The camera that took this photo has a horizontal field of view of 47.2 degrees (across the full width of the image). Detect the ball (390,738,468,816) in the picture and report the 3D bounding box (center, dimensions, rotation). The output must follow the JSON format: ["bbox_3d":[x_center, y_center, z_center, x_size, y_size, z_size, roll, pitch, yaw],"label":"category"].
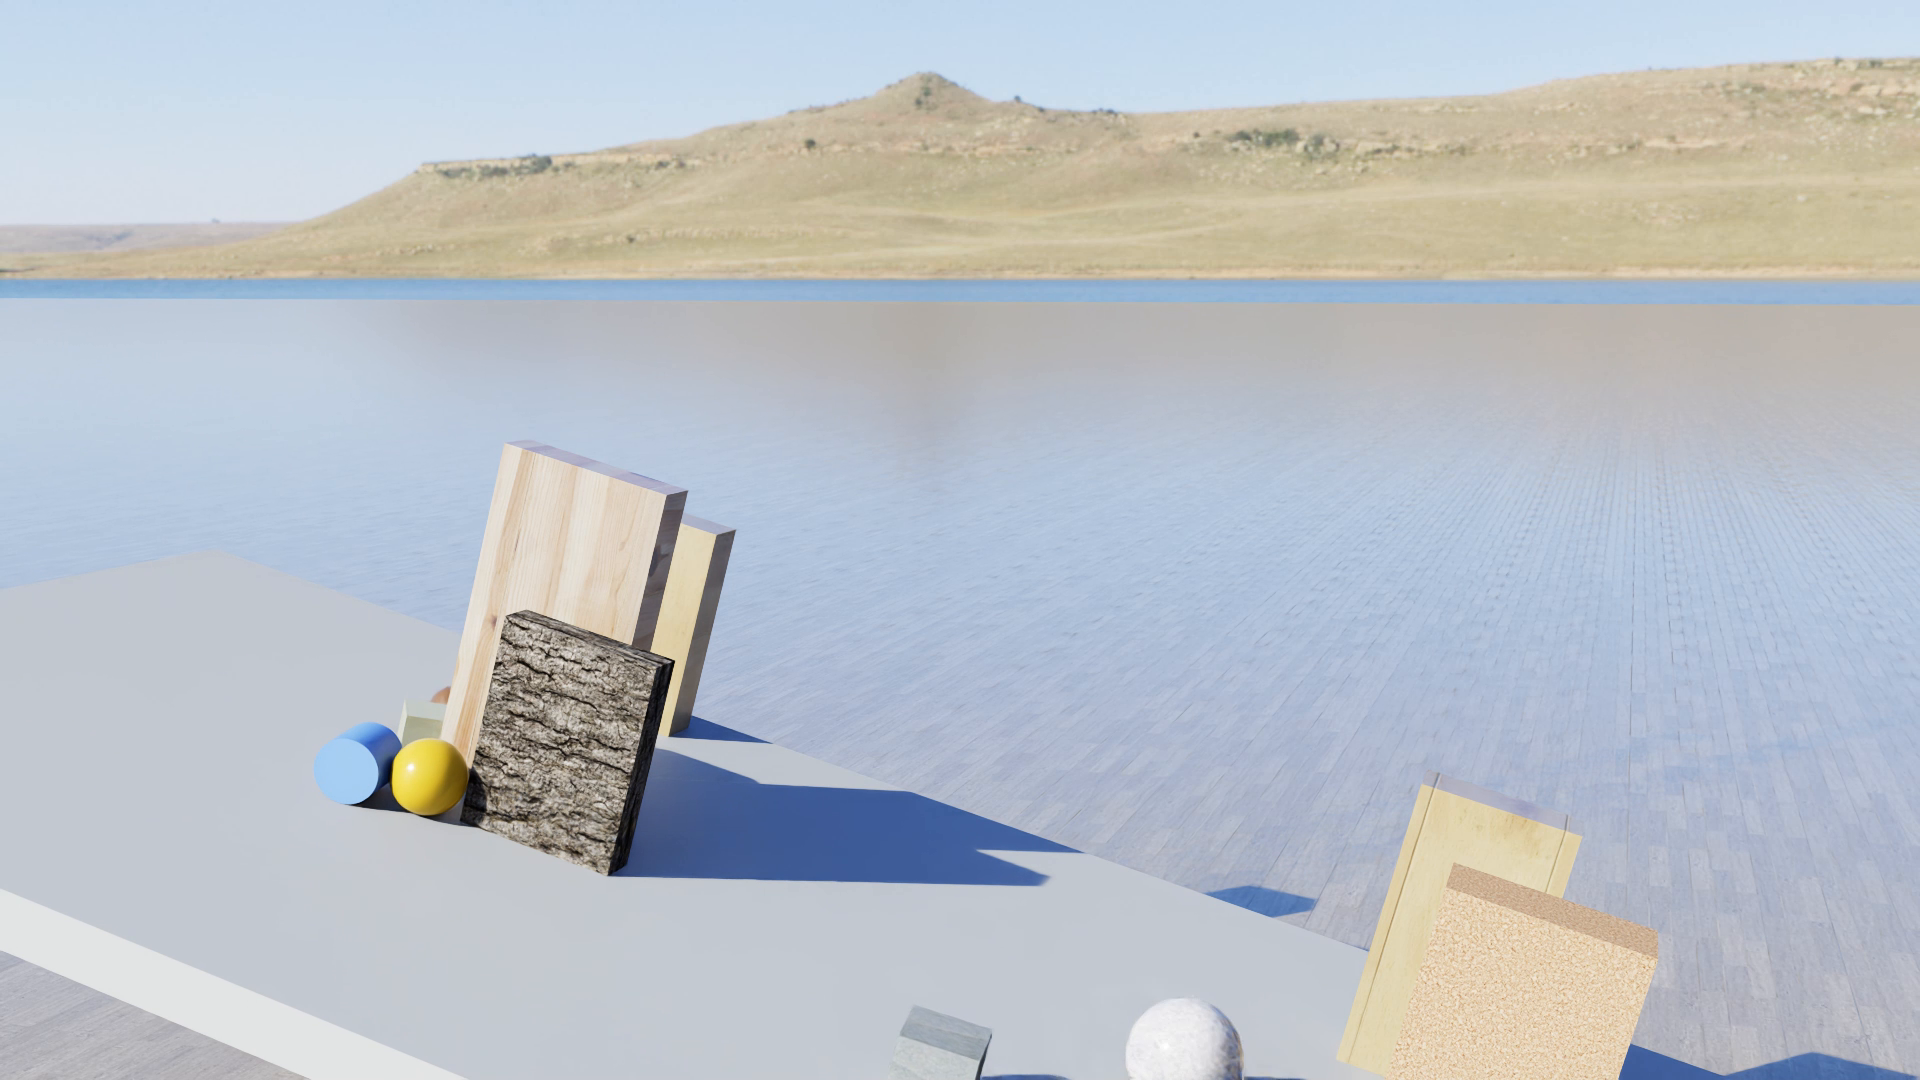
[{"bbox_3d":[-1.032,0.460,4.276,0.151,0.151,0.151,0,7,0],"label":"ball"}]

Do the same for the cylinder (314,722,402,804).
[{"bbox_3d":[-1.170,0.434,4.283,0.130,0.130,0.130,1,10,7],"label":"cylinder"}]

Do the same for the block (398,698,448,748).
[{"bbox_3d":[-1.108,0.405,4.569,0.107,0.107,0.107,11,12,-19],"label":"block"}]

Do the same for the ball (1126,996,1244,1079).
[{"bbox_3d":[0.389,0.897,3.814,0.205,0.205,0.205,0,7,0],"label":"ball"}]

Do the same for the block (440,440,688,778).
[{"bbox_3d":[-0.807,0.194,4.416,0.360,0.715,0.103,18,11,15],"label":"block"}]

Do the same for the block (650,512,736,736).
[{"bbox_3d":[-0.741,0.174,5.175,0.302,0.497,0.116,18,11,15],"label":"block"}]

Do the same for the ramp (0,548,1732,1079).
[{"bbox_3d":[-0.386,0.768,4.246,4.000,0.100,2.000,18,11,15],"label":"ramp"}]

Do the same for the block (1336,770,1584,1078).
[{"bbox_3d":[0.958,0.769,4.223,0.305,0.574,0.129,18,11,15],"label":"block"}]

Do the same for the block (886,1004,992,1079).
[{"bbox_3d":[-0.039,0.866,3.589,0.137,0.137,0.137,16,11,7],"label":"block"}]

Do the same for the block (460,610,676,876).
[{"bbox_3d":[-0.762,0.390,4.256,0.327,0.426,0.085,18,11,15],"label":"block"}]

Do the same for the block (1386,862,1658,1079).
[{"bbox_3d":[0.749,0.856,3.170,0.297,0.706,0.138,18,11,15],"label":"block"}]

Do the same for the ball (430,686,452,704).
[{"bbox_3d":[-1.081,0.373,4.721,0.123,0.123,0.123,0,7,0],"label":"ball"}]
